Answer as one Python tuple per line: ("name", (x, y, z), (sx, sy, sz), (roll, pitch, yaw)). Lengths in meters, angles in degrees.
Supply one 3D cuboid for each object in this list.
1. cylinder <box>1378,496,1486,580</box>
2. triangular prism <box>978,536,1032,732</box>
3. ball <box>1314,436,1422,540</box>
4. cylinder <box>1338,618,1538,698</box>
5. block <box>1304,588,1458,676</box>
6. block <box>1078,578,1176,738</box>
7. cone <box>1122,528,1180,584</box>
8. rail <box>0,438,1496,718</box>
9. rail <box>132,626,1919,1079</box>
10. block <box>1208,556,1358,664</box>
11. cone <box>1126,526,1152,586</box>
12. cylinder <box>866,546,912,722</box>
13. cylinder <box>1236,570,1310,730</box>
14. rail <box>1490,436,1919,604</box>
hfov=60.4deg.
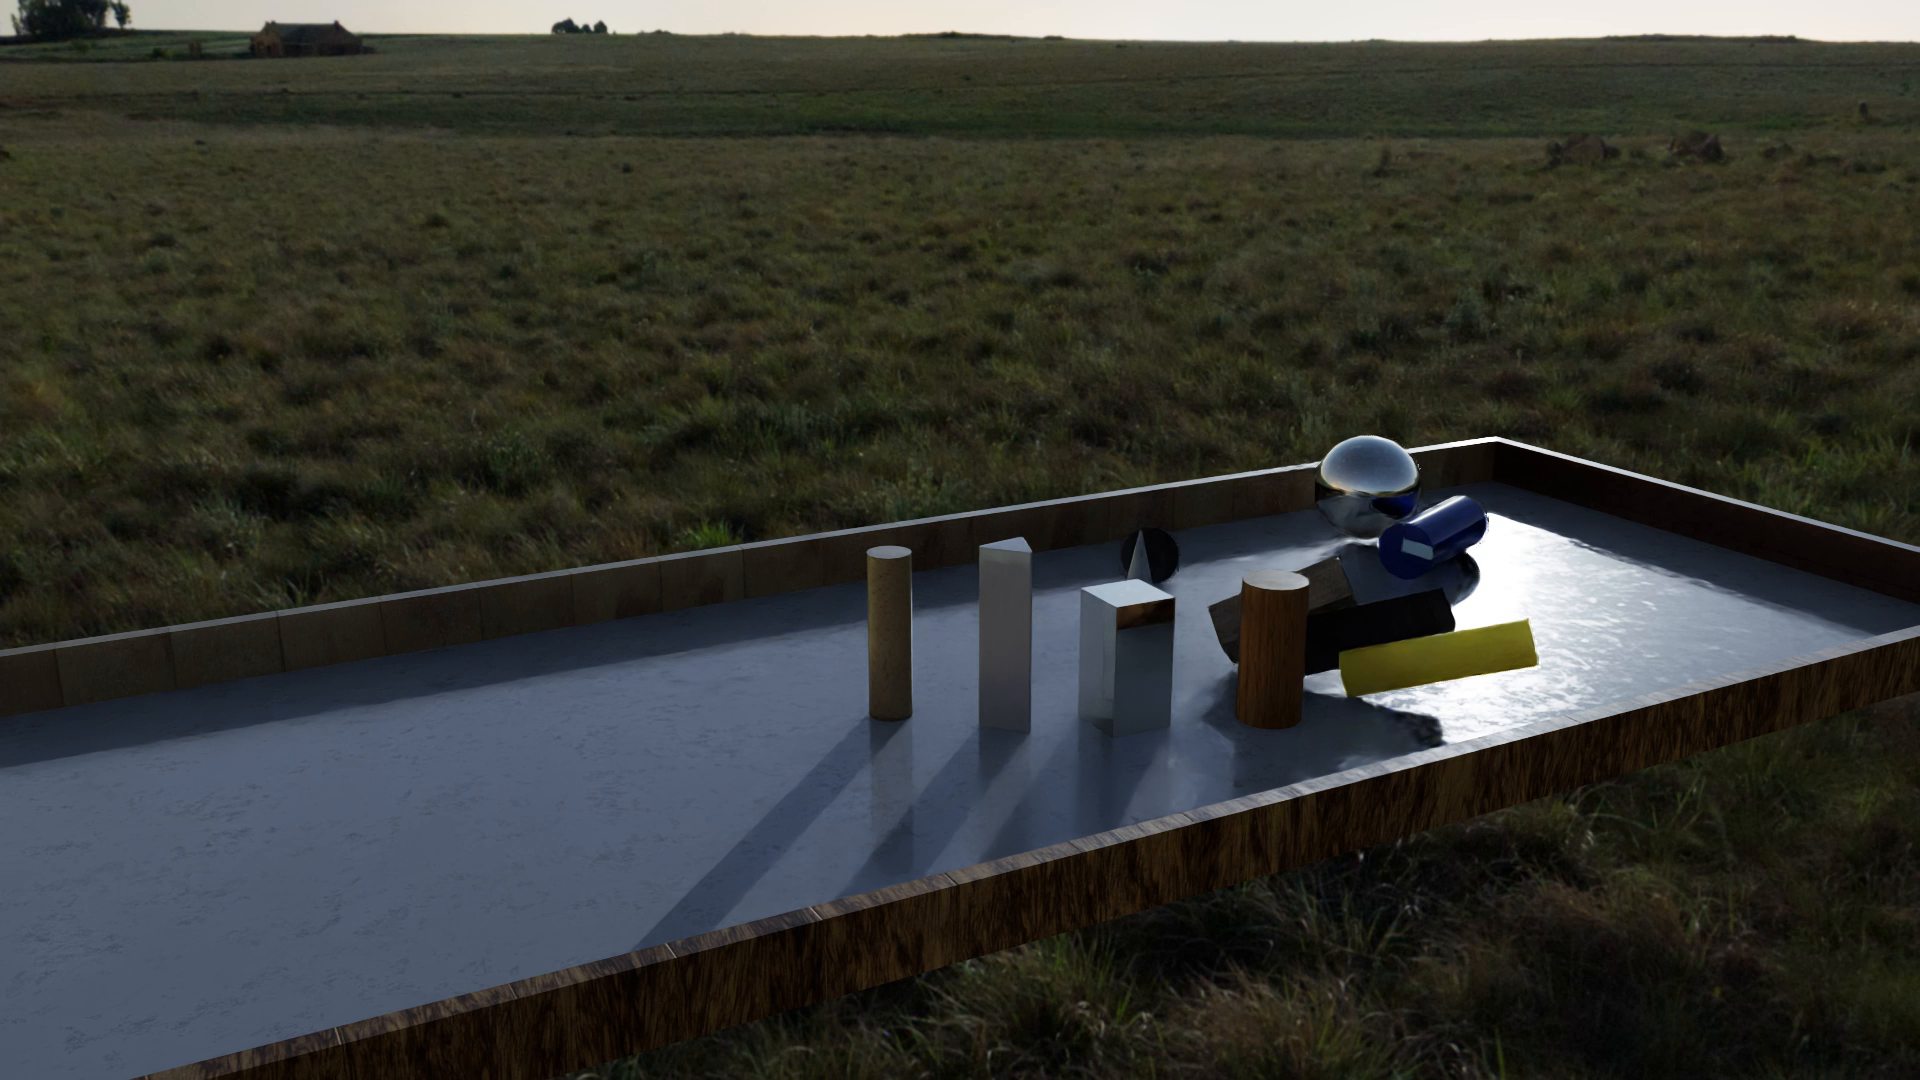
("cylinder", (1.461, -0.011, 5.088), (0.172, 0.172, 0.414), (13, 21, 37))
("triangular prism", (0.123, 0.216, 3.843), (0.127, 0.437, 0.110), (6, 18, 21))
("ball", (1.305, -0.169, 5.286), (0.334, 0.334, 0.334), (0, 16, 0))
("cylinder", (1.146, 0.285, 3.965), (0.445, 0.114, 0.114), (-12, 12, 20))
("block", (1.023, 0.232, 4.126), (0.399, 0.105, 0.105), (-12, 55, -2))
("block", (0.387, 0.275, 3.855), (0.158, 0.319, 0.158), (-8, 18, -25))
("cone", (0.597, 0.031, 5.102), (0.171, 0.171, 0.416), (3, 5, 9))
("rail", (-3.305, 0.497, 3.399), (12.000, 0.150, 0.050), (-9, 18, -27))
("rail", (-2.336, 1.006, 1.665), (12.000, 0.150, 0.050), (-9, 18, -27))
("block", (0.823, 0.179, 4.184), (0.347, 0.118, 0.118), (-23, 54, 14))
("cone", (0.470, 0.125, 4.333), (0.152, 0.337, 0.152), (0, 16, 0))
("cylinder", (-0.165, 0.221, 3.888), (0.104, 0.403, 0.104), (0, 16, 0))
("cylinder", (0.733, 0.256, 3.876), (0.154, 0.342, 0.154), (0, 16, 0))
("rail", (2.466, -0.048, 5.253), (0.050, 0.150, 2.100), (-9, 18, -27))
